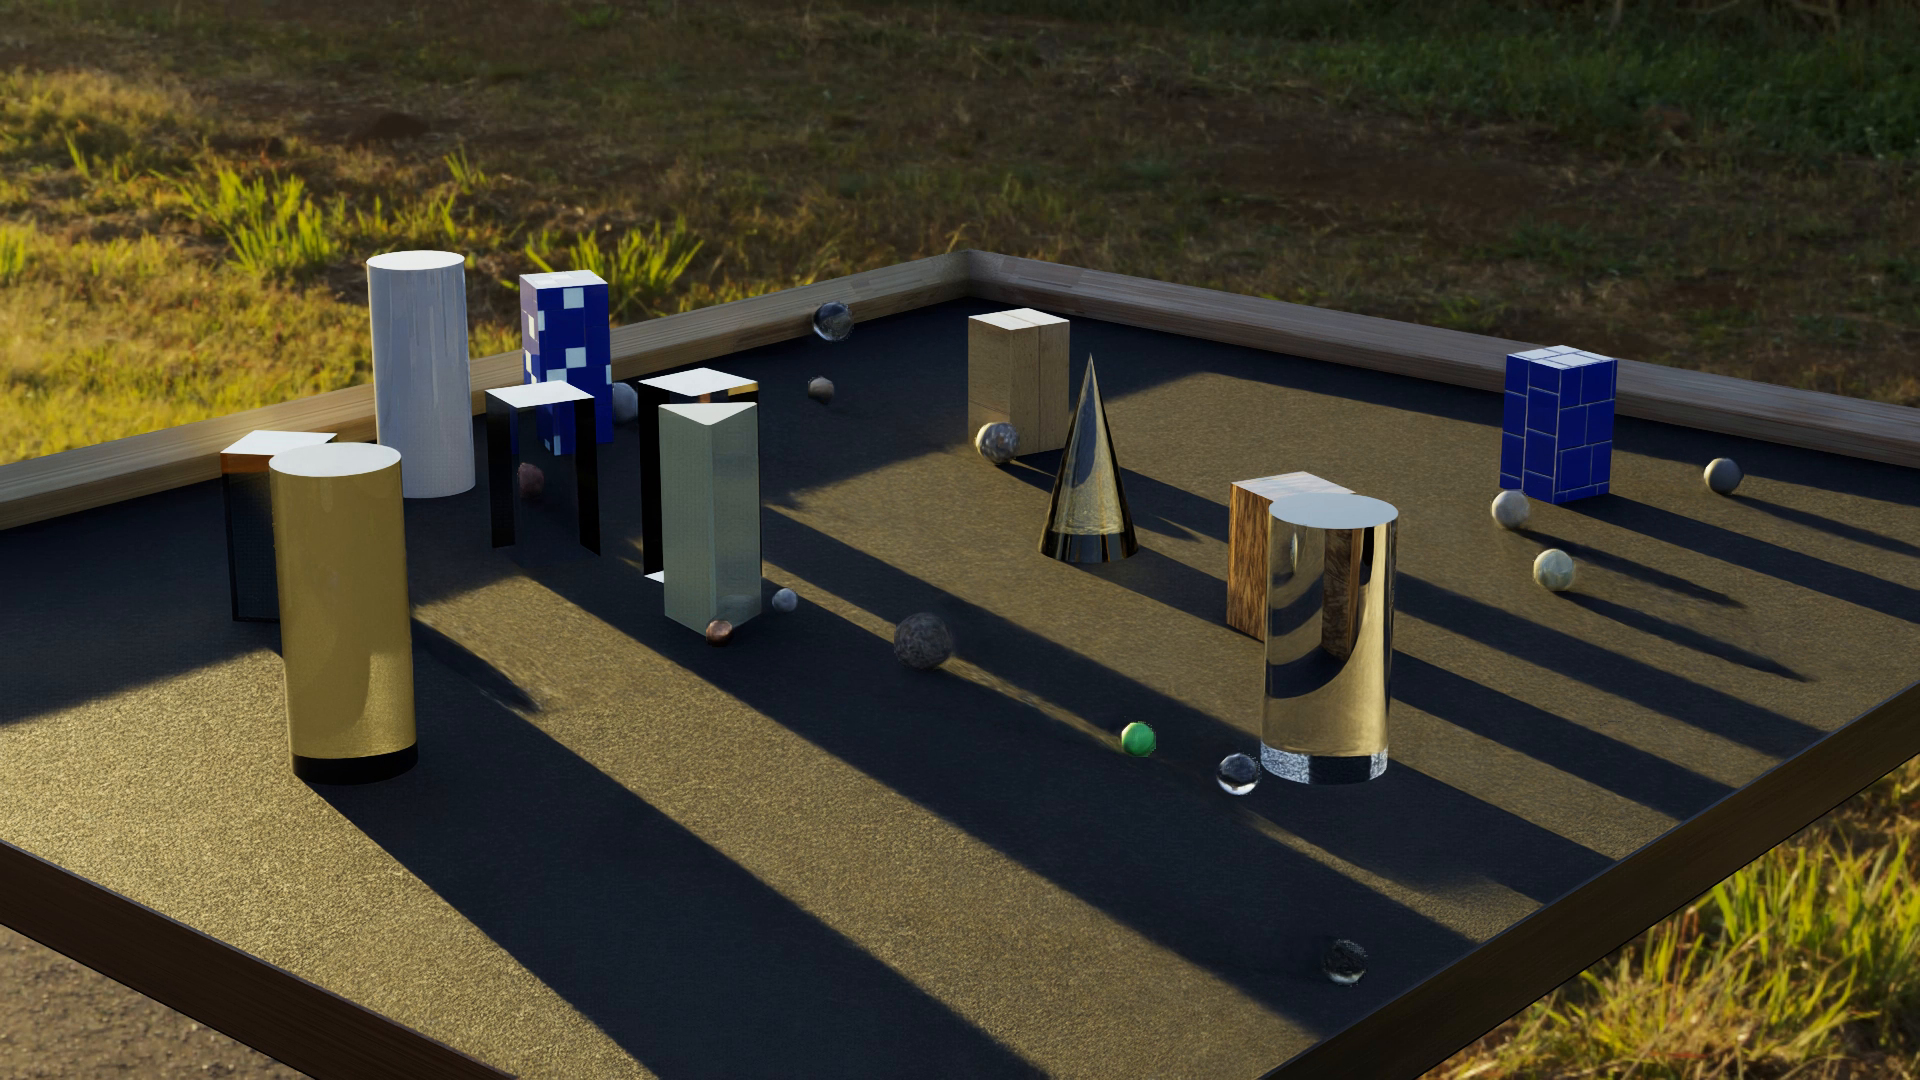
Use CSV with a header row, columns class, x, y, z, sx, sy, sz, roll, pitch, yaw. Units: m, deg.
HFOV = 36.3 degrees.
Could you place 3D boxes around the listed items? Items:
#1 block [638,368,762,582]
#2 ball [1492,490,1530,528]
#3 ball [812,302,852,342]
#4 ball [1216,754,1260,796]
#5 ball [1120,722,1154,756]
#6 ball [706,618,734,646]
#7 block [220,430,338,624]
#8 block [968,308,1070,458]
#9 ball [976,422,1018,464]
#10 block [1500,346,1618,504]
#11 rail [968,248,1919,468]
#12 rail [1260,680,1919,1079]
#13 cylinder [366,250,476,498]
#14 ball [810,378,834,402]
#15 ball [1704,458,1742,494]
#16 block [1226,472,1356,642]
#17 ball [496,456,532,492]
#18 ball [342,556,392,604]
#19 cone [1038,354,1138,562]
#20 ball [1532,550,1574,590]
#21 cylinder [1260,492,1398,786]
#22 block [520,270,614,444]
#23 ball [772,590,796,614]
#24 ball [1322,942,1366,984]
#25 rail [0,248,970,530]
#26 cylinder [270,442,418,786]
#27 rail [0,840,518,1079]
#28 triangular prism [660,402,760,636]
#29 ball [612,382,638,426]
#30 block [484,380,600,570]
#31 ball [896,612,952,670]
class,x,y,z,sx,sy,sz,roll,pitch,yaw
block,-0.458,-0.106,5.169,0.149,0.356,0.149,-16,23,-42
ball,1.034,-0.058,5.502,0.072,0.072,0.072,0,17,0
ball,-0.305,-0.521,6.997,0.091,0.091,0.091,0,17,0
ball,0.400,0.337,4.215,0.060,0.060,0.060,0,17,0
ball,0.265,0.296,4.367,0.050,0.050,0.050,0,17,0
ball,-0.396,0.153,4.850,0.046,0.046,0.046,0,17,0
block,-1.149,-0.022,4.994,0.149,0.296,0.149,3,17,9
block,0.121,-0.326,6.050,0.149,0.267,0.149,-11,20,-33
ball,0.075,-0.198,5.943,0.084,0.084,0.084,0,17,0
block,1.167,-0.226,5.720,0.149,0.267,0.149,-11,20,-33
rail,1.215,-0.375,6.460,3.205,0.121,0.045,14,22,39
rail,1.192,0.330,4.130,0.045,0.121,3.753,14,22,39
cylinder,-1.051,-0.324,5.726,0.186,0.451,0.186,0,17,0
ball,-0.303,-0.328,6.423,0.055,0.055,0.055,0,17,0
ball,1.491,-0.126,5.728,0.070,0.070,0.070,0,17,0
block,0.552,0.031,4.904,0.149,0.247,0.149,-9,19,-28
ball,-0.871,-0.128,5.736,0.071,0.071,0.071,0,17,0
ball,-1.023,0.069,5.063,0.083,0.083,0.083,0,17,0
cone,0.235,-0.162,5.333,0.186,0.368,0.186,0,17,0
ball,1.040,0.052,5.136,0.072,0.072,0.072,0,17,0
cylinder,0.539,0.143,4.289,0.186,0.388,0.186,0,17,0
block,-0.818,-0.377,6.097,0.149,0.337,0.149,-7,18,-21
ball,-0.301,0.105,5.016,0.041,0.041,0.041,0,17,0
ball,0.474,0.522,3.618,0.053,0.053,0.053,0,17,0
rail,-1.192,-0.269,6.112,0.045,0.121,3.753,14,22,39
cylinder,-0.897,0.107,4.277,0.186,0.465,0.186,0,17,0
rail,-1.215,0.435,3.782,3.205,0.121,0.045,14,22,39
triangular prism,-0.399,-0.042,4.935,0.140,0.369,0.161,-12,20,-34
ball,-0.725,-0.288,6.221,0.093,0.093,0.093,0,17,0
block,-0.756,-0.120,5.314,0.149,0.299,0.149,-10,19,-29
ball,-0.059,0.163,4.735,0.092,0.092,0.092,0,17,0
